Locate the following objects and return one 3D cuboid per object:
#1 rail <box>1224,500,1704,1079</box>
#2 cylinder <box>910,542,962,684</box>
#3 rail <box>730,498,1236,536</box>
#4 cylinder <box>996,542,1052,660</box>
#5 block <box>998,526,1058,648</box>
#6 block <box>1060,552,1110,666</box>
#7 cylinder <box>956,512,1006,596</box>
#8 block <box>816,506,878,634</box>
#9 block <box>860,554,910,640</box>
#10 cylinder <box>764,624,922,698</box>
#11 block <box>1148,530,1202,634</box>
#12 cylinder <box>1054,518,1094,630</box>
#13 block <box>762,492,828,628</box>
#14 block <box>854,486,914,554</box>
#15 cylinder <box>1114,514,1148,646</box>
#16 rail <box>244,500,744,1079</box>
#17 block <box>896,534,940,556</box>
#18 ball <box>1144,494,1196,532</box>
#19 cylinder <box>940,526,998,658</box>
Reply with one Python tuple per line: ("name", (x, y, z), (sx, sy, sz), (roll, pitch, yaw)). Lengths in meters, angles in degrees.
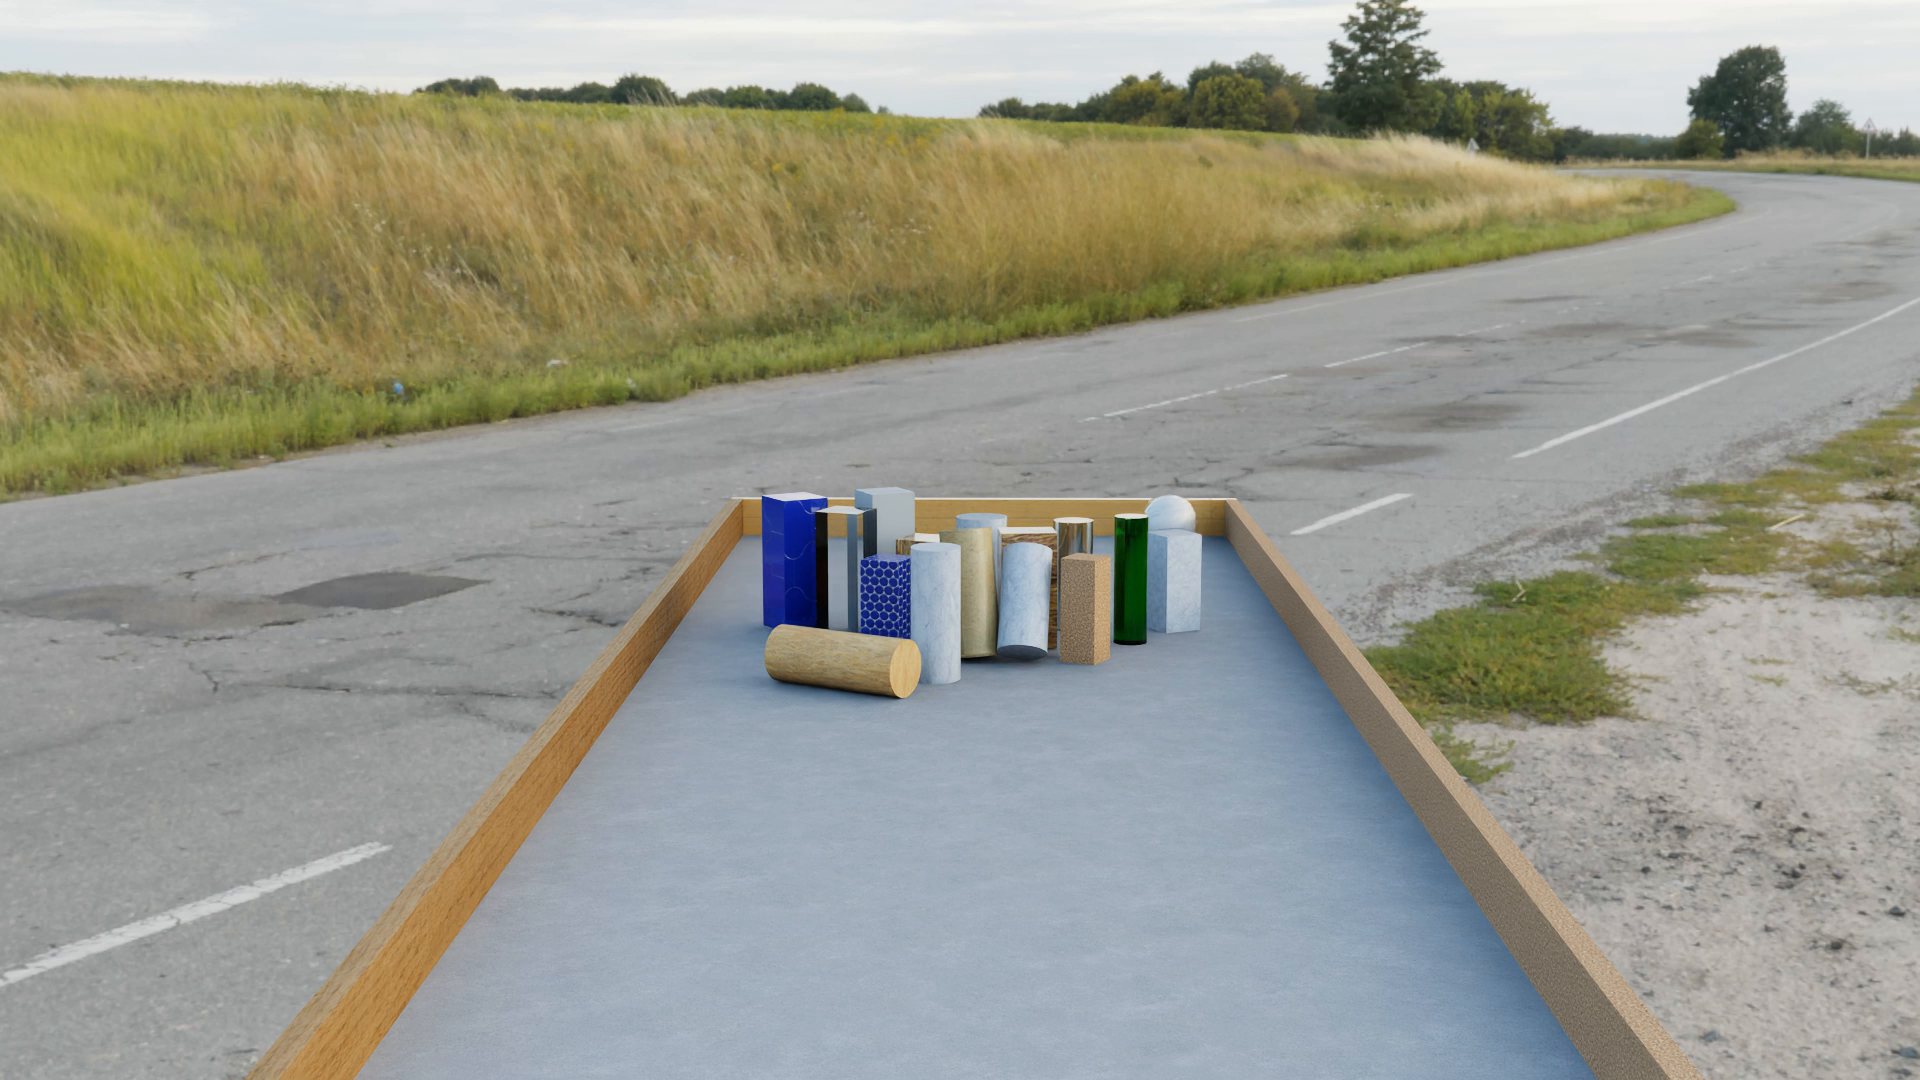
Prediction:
("rail", (1.046, 0.843, 3.208), (0.050, 0.150, 12.000), (0, 9, 1))
("cylinder", (-0.071, 0.212, 6.412), (0.147, 0.391, 0.147), (0, 10, 0))
("rail", (0.099, -0.098, 9.147), (2.100, 0.150, 0.050), (0, 9, 1))
("cylinder", (0.198, 0.186, 6.688), (0.153, 0.325, 0.153), (3, -20, 1))
("block", (0.210, 0.148, 6.914), (0.173, 0.359, 0.173), (-1, 7, -4))
("block", (0.381, 0.208, 6.678), (0.113, 0.318, 0.113), (5, 10, 28))
("cylinder", (0.071, 0.101, 7.223), (0.168, 0.360, 0.168), (0, 9, 0))
("block", (-0.358, 0.112, 6.962), (0.145, 0.419, 0.145), (4, 10, 23))
("block", (-0.217, 0.208, 6.702), (0.127, 0.312, 0.127), (4, 10, 24))
("cylinder", (-0.337, 0.345, 6.304), (0.430, 0.166, 0.166), (5, 10, 31))
("block", (0.694, 0.133, 7.170), (0.131, 0.314, 0.131), (-5, 10, -27))
("cylinder", (0.368, 0.112, 7.167), (0.129, 0.356, 0.129), (0, 9, 0))
("block", (-0.539, 0.071, 7.189), (0.159, 0.430, 0.159), (-5, 11, -31))
("block", (-0.245, 0.063, 7.175), (0.148, 0.450, 0.148), (-4, 10, -25))
("cylinder", (0.539, 0.124, 6.938), (0.106, 0.404, 0.106), (0, 9, 0))
("rail", (-1.004, 0.839, 3.234), (0.050, 0.150, 12.000), (0, 9, 1))
("block", (-0.106, 0.157, 6.959), (0.146, 0.332, 0.146), (4, 10, 22))
("ball", (0.840, -0.075, 8.802), (0.214, 0.214, 0.214), (0, 9, 0))
("cylinder", (0.031, 0.159, 6.708), (0.161, 0.386, 0.161), (-5, 1, 0))
